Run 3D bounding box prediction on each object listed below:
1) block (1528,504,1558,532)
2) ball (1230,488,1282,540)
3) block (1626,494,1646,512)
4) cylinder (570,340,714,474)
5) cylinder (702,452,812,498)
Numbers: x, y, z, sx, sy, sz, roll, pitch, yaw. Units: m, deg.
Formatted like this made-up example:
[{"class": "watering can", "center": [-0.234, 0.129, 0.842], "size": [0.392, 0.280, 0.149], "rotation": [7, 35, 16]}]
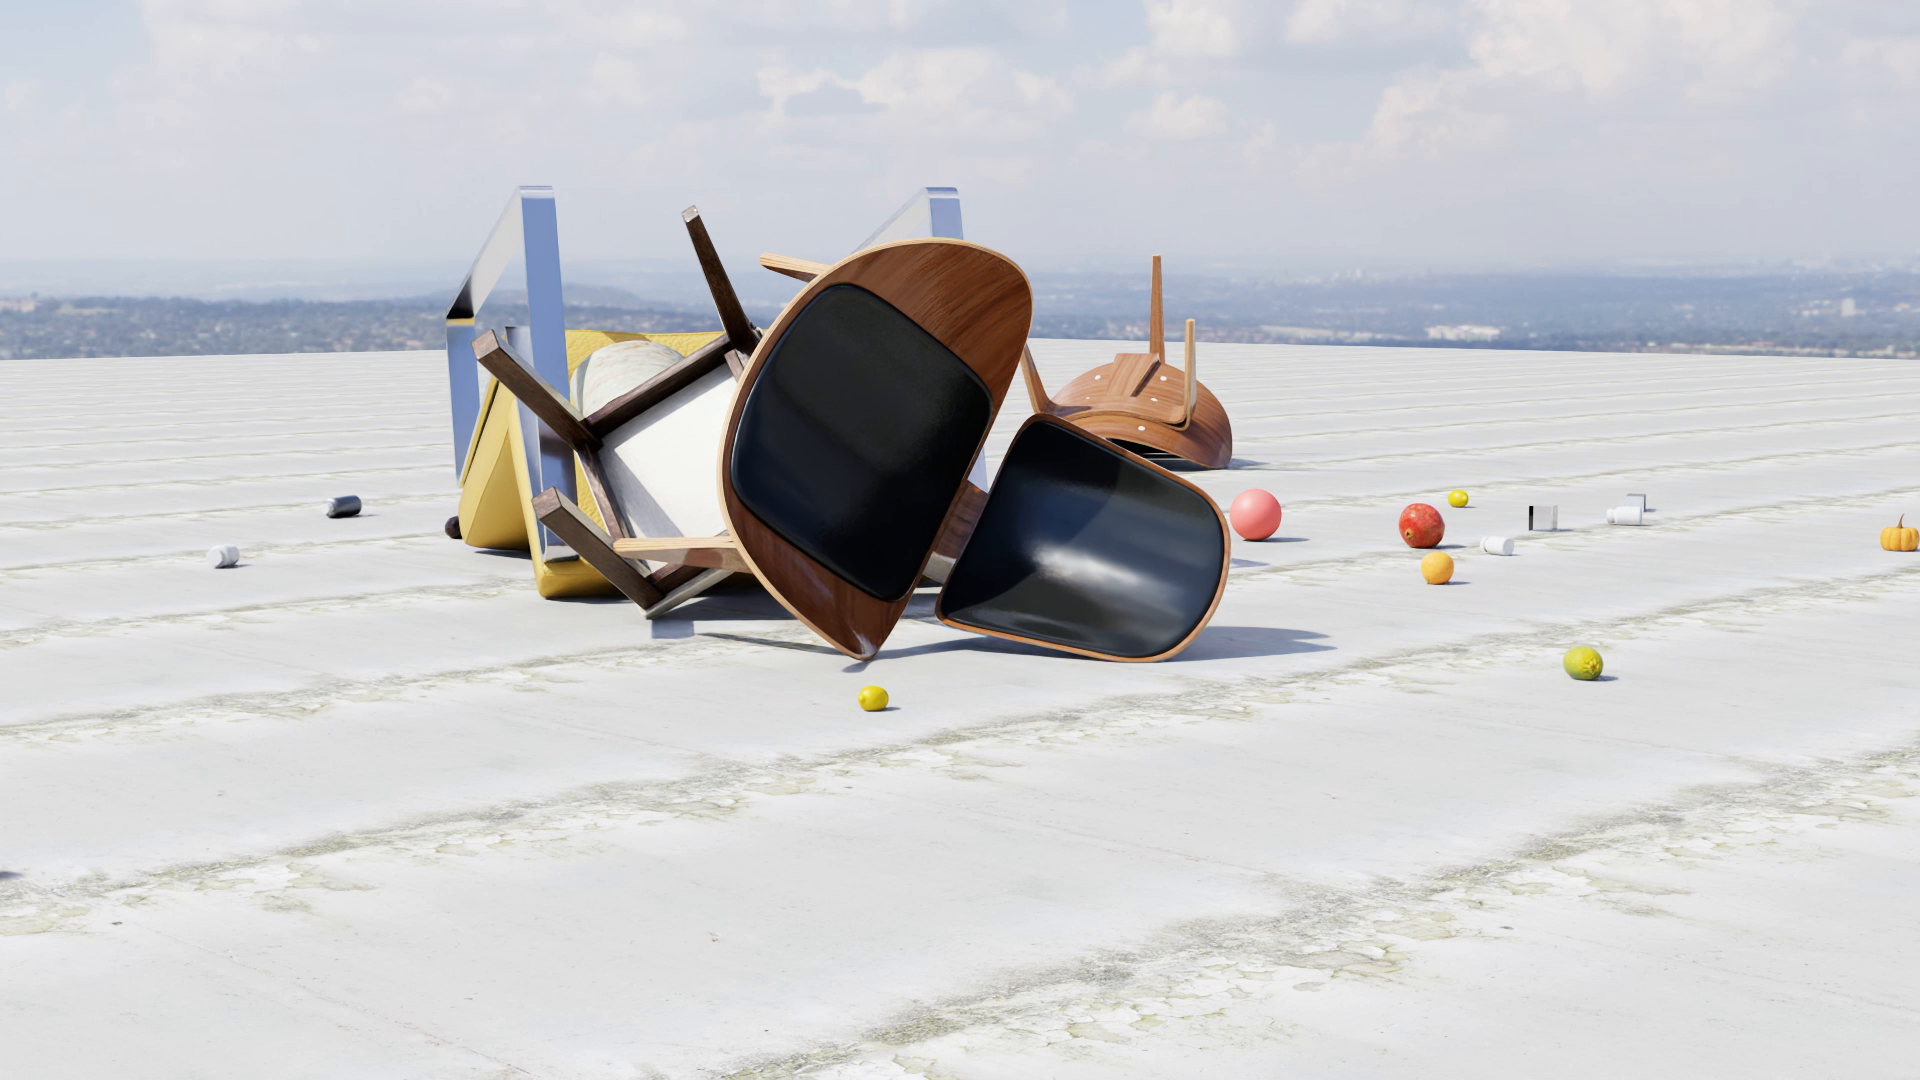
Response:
[{"class": "block", "center": [1.512, -0.058, 6.651], "size": [0.058, 0.066, 0.068], "rotation": [3, 7, 28]}, {"class": "ball", "center": [0.736, -0.063, 6.388], "size": [0.130, 0.130, 0.130], "rotation": [0, 6, 0]}, {"class": "block", "center": [1.899, -0.104, 7.211], "size": [0.049, 0.044, 0.113], "rotation": [2, 6, 18]}, {"class": "cylinder", "center": [-0.652, -0.271, 5.267], "size": [0.276, 0.230, 0.150], "rotation": [13, 36, -36]}, {"class": "cylinder", "center": [-0.606, -0.191, 7.622], "size": [0.279, 0.131, 0.250], "rotation": [-2, 0, -16]}]
